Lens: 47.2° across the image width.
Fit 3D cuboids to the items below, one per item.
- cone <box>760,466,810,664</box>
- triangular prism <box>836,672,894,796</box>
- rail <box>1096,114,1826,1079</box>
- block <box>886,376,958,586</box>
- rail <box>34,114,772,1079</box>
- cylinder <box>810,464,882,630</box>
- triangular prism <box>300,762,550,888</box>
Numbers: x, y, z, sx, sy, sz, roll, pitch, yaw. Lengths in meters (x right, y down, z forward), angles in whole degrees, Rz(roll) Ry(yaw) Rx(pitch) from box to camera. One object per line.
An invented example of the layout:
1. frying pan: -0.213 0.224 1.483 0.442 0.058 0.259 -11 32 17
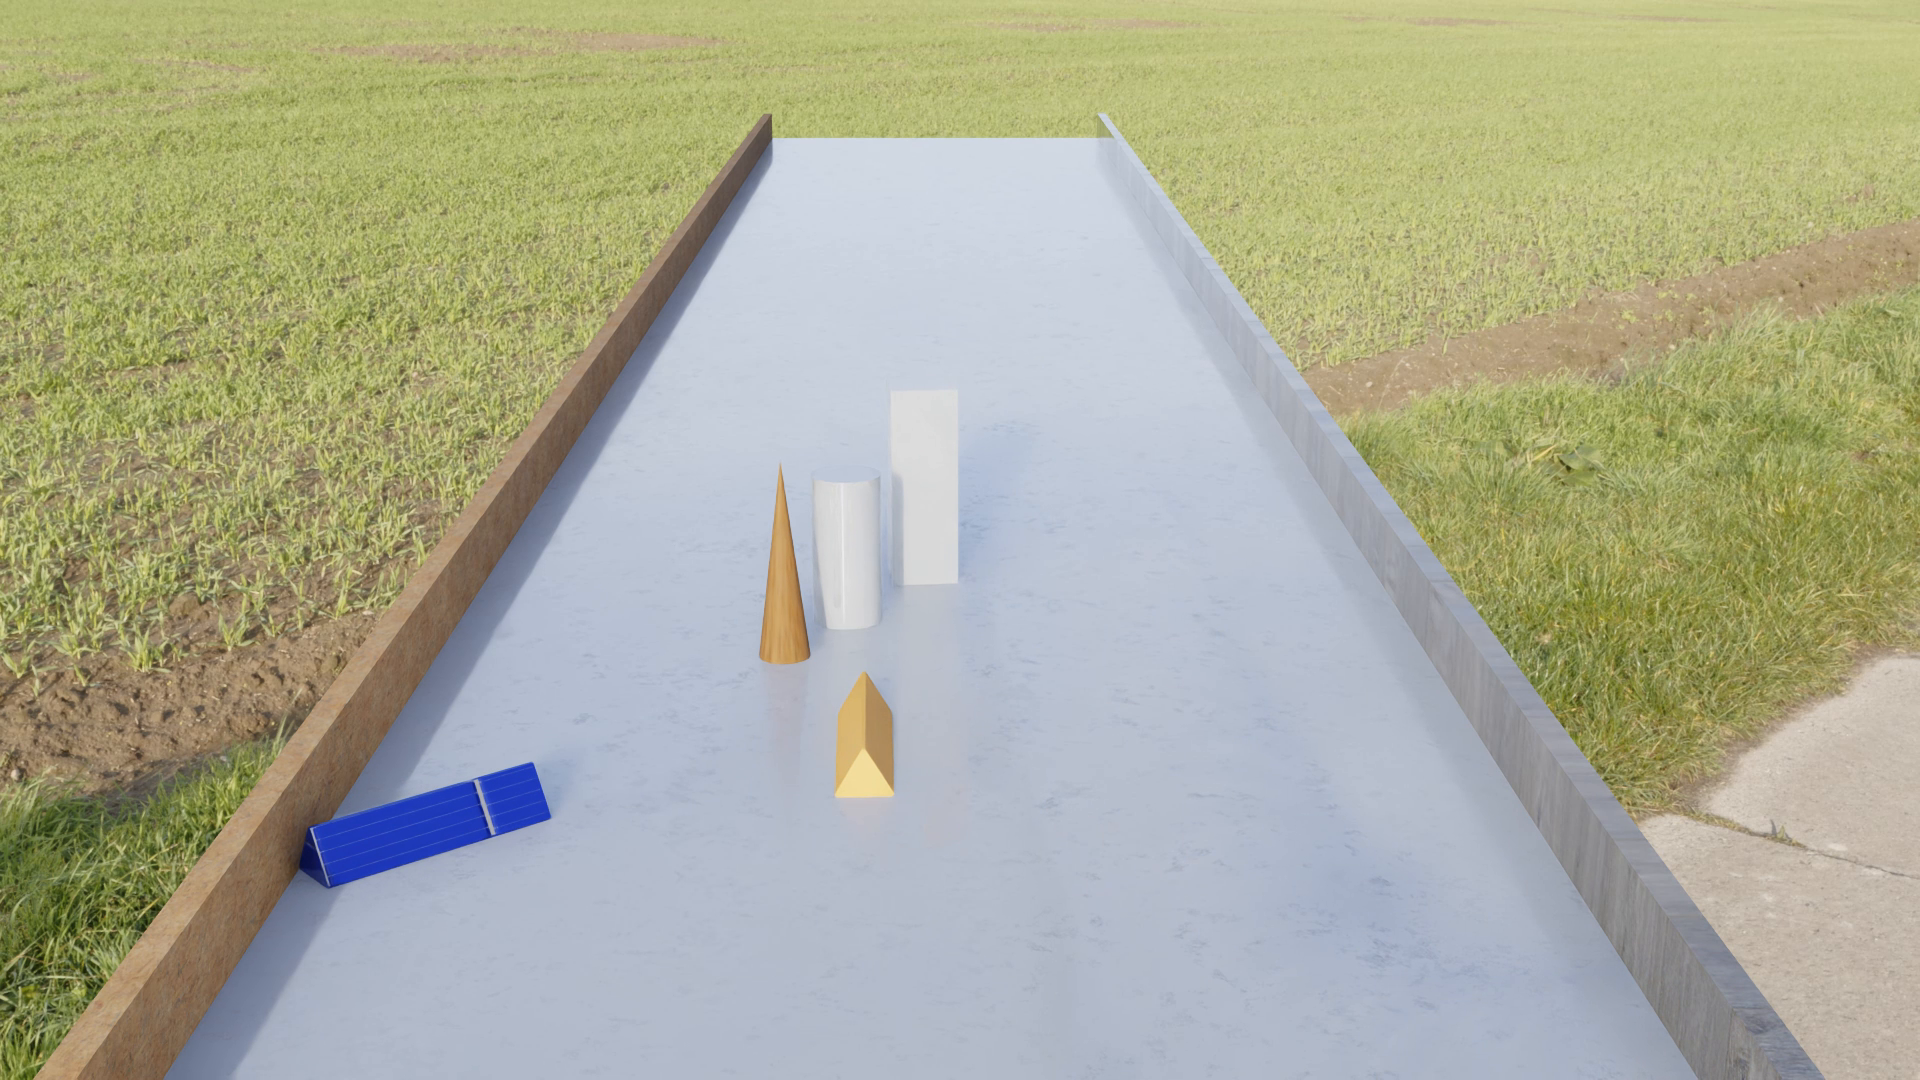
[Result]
1. cone: -0.354 0.038 4.384 0.104 0.408 0.104 0 17 0
2. triangular prism: -0.171 0.340 3.923 0.099 0.086 0.386 -1 17 -2
3. rail: 0.932 -0.844 7.801 0.050 0.150 12.000 0 17 -1
4. block: -0.085 -0.133 4.901 0.146 0.441 0.146 -2 17 -6
5. rail: -1.118 -0.838 7.780 0.050 0.150 12.000 0 17 -1
6. cylinder: -0.238 0.014 4.622 0.147 0.318 0.147 0 17 0
7. triangular prism: -0.863 0.450 3.556 0.399 0.086 0.099 -14 22 -40
